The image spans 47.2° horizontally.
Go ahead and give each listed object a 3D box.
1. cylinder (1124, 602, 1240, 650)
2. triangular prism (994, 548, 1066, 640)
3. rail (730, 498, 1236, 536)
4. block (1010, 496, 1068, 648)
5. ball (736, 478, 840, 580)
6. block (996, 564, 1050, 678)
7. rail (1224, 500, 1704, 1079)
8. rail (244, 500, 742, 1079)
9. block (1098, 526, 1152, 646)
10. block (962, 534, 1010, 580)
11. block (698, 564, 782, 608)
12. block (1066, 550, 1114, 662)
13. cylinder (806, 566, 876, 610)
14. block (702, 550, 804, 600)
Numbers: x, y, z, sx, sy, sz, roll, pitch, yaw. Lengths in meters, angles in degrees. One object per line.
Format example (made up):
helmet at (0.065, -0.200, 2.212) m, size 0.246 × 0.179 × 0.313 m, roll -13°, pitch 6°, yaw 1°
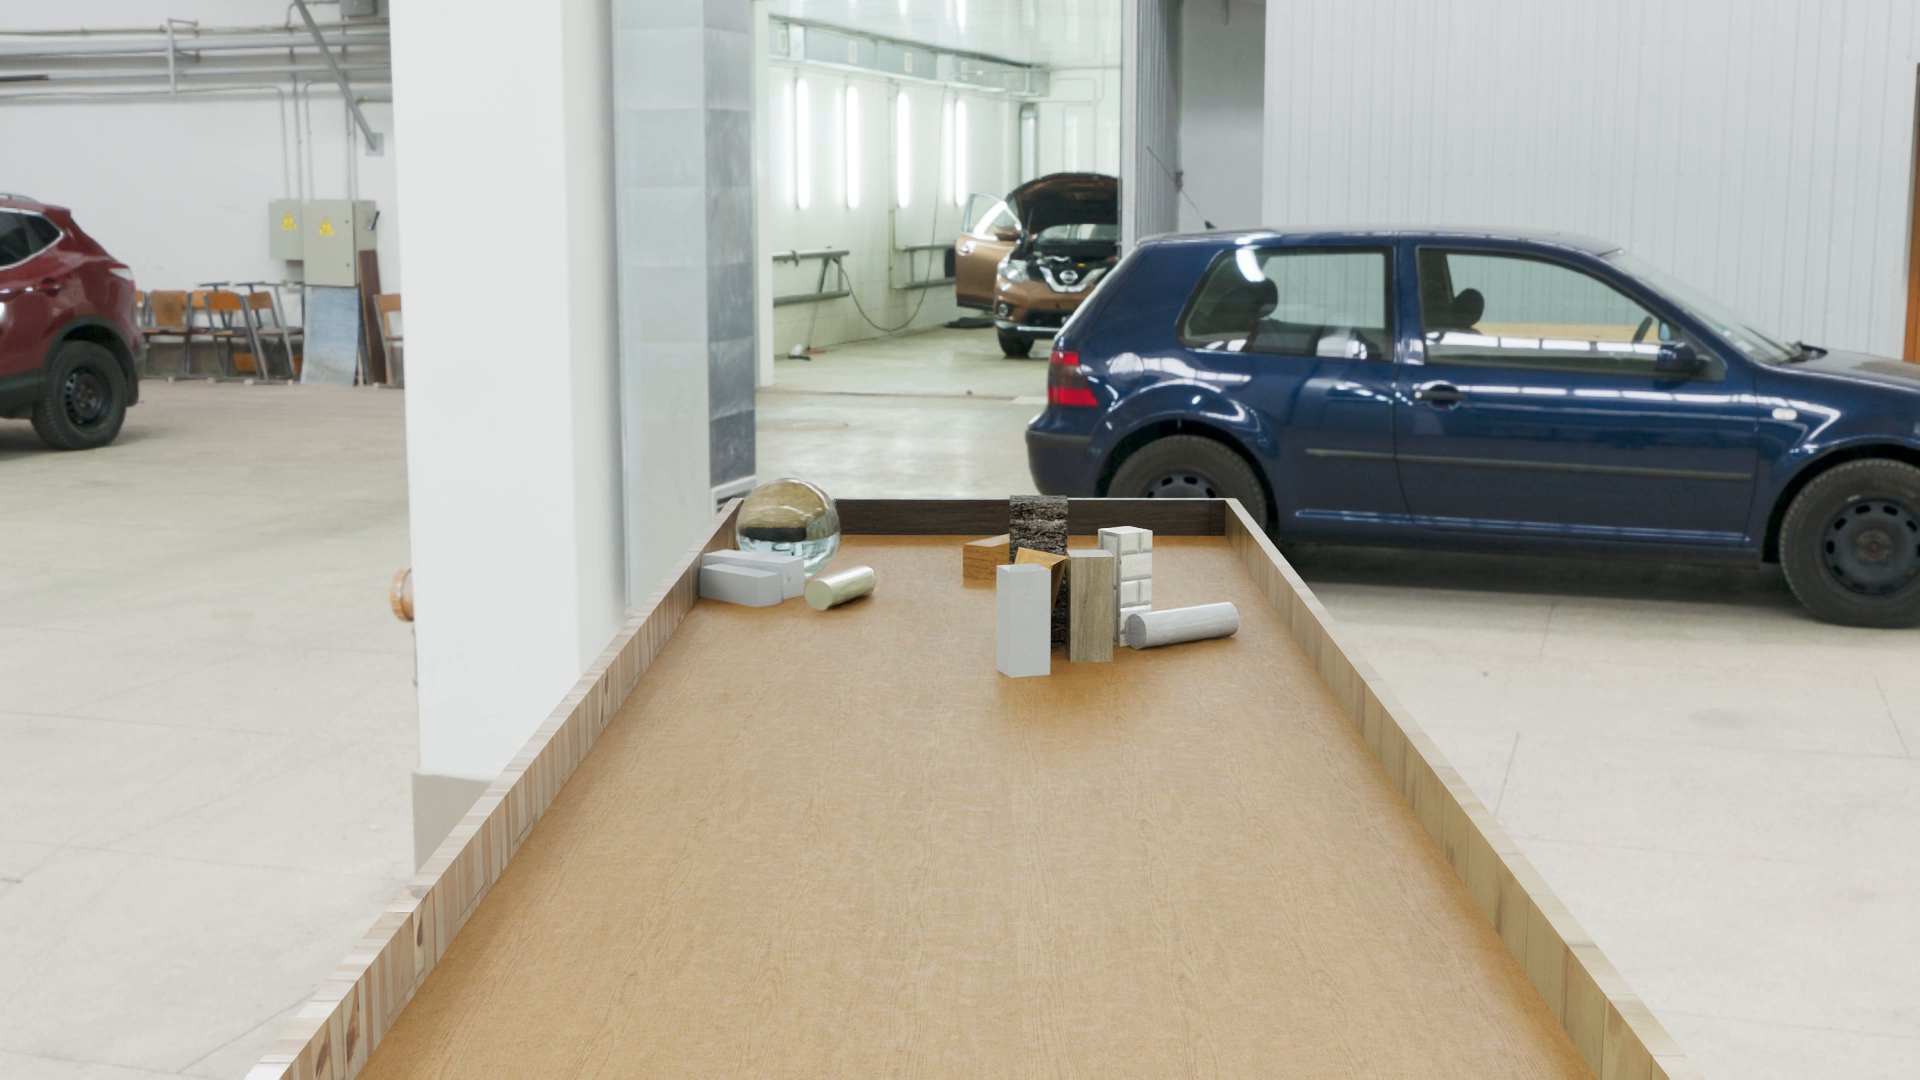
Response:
cylinder at (0.704, 0.269, 6.958) m, size 0.377 × 0.110 × 0.110 m, roll -6°, pitch 11°, yaw -33°
triangular prism at (0.242, 0.193, 6.786) m, size 0.134 × 0.305 × 0.155 m, roll 2°, pitch 19°, yaw -41°
rail at (0.099, -0.098, 9.147) m, size 2.100 × 0.150 × 0.050 m, roll 0°, pitch 9°, yaw 1°
block at (0.244, 0.098, 6.924) m, size 0.179 × 0.458 × 0.179 m, roll 0°, pitch 9°, yaw 1°
ball at (-0.626, -0.037, 8.021) m, size 0.383 × 0.383 × 0.383 m, roll 0°, pitch 9°, yaw 0°
block at (0.188, 0.237, 6.512) m, size 0.124 × 0.314 × 0.124 m, roll -3°, pitch 10°, yaw -19°
rail at (1.046, 0.843, 3.208) m, size 0.050 × 0.150 × 12.000 m, roll 0°, pitch 9°, yaw 1°
rail at (-1.004, 0.839, 3.234) m, size 0.050 × 0.150 × 12.000 m, roll 0°, pitch 9°, yaw 1°
block at (0.520, 0.145, 6.955) m, size 0.121 × 0.357 × 0.121 m, roll -6°, pitch 11°, yaw -33°
block at (0.186, 0.052, 8.292) m, size 0.121 × 0.121 × 0.435 m, roll 6°, pitch 11°, yaw 35°
block at (-0.769, 0.158, 7.674) m, size 0.312 × 0.105 × 0.105 m, roll 8°, pitch 12°, yaw 42°
block at (0.395, 0.201, 6.710) m, size 0.130 × 0.324 × 0.130 m, roll -1°, pitch 9°, yaw -4°
cylinder at (-0.411, 0.165, 7.634) m, size 0.105 × 0.105 × 0.329 m, roll 4°, pitch 10°, yaw 25°
block at (-0.734, 0.122, 7.820) m, size 0.352 × 0.131 × 0.131 m, roll 6°, pitch 11°, yaw 31°
